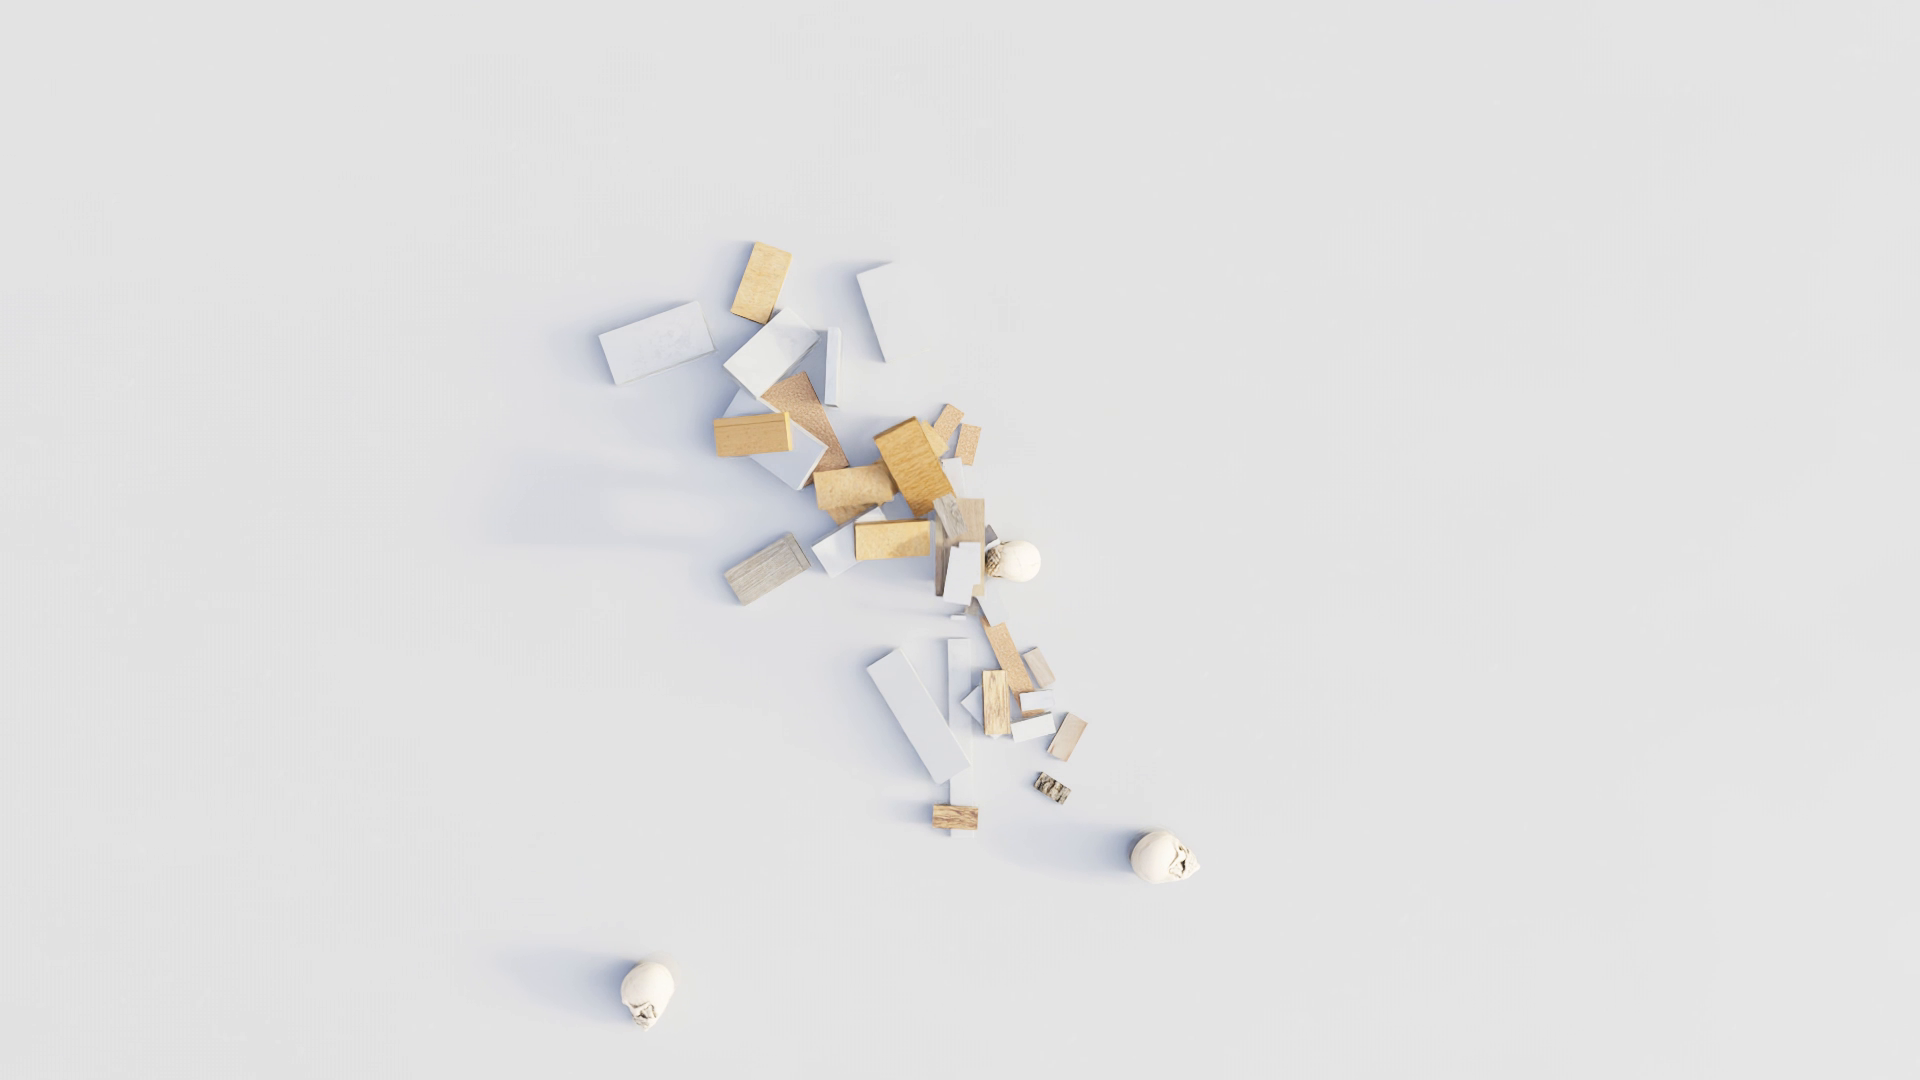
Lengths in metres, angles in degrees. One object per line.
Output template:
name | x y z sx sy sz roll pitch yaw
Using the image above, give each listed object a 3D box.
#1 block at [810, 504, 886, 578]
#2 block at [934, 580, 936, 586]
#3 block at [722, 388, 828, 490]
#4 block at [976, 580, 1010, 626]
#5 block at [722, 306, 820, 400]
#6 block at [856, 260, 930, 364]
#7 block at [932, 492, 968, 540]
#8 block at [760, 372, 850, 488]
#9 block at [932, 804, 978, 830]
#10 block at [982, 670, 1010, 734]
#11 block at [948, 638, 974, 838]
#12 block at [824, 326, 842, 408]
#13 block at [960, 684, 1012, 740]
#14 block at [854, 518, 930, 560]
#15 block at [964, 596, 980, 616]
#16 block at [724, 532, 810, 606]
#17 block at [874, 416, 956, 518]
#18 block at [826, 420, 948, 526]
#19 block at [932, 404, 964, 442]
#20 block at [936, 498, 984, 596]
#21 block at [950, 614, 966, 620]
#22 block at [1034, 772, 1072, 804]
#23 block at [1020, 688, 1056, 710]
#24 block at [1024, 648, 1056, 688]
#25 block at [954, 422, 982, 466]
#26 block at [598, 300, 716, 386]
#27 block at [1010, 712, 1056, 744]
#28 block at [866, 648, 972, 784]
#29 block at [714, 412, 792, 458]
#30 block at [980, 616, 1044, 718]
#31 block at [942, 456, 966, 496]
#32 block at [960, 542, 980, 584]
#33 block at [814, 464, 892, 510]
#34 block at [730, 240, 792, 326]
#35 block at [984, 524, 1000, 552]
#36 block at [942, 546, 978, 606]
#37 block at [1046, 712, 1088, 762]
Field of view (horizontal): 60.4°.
block | -0.351 0.003 5.458 0.259 0.037 0.130 -31 113 0
block | -0.002 0.123 5.346 0.153 0.307 0.043 1 90 0
block | -0.622 -0.335 5.432 0.345 0.049 0.172 36 104 8
block | 0.105 0.211 5.472 0.071 0.020 0.142 -26 86 0
block | -0.621 -0.615 5.429 0.152 0.043 0.304 43 70 0
block | -0.223 -0.757 5.478 0.152 0.043 0.304 -19 90 0
block | -0.029 -0.075 5.140 0.066 0.019 0.131 -25 90 0
block | -0.519 -0.367 5.476 0.172 0.049 0.345 -25 90 0
block | -0.015 0.920 5.468 0.148 0.021 0.074 3 90 0
block | 0.119 0.537 5.455 0.085 0.024 0.209 -2 87 -12
block | 0.002 0.659 5.489 0.074 0.021 0.661 -1 90 0
block | -0.418 -0.568 5.437 0.036 0.126 0.251 2 90 0
block | 0.090 0.571 5.475 0.086 0.024 0.171 -43 96 -7
block | -0.224 -0.003 5.440 0.245 0.035 0.122 -4 113 -10
block | 0.047 0.202 5.493 0.048 0.014 0.095 15 90 0
block | -0.639 0.099 5.482 0.259 0.037 0.130 -31 90 0
block | -0.147 -0.237 5.412 0.152 0.043 0.304 -26 110 3
block | -0.245 -0.208 5.473 0.446 0.035 0.122 -40 90 3
block | -0.046 -0.383 5.490 0.065 0.018 0.131 33 90 1
block | 0.000 0.023 5.171 0.153 0.043 0.307 0 90 0
block | -0.006 0.255 5.452 0.048 0.095 0.014 2 90 0
block | 0.307 0.828 5.492 0.115 0.016 0.058 32 90 0
block | 0.258 0.531 5.472 0.115 0.016 0.058 -7 90 0
block | 0.266 0.425 5.492 0.058 0.016 0.128 -29 90 0
block | 0.025 -0.318 5.491 0.065 0.018 0.131 14 90 0
block | -1.004 -0.653 5.476 0.345 0.049 0.172 -20 90 0
block | 0.242 0.621 5.475 0.142 0.020 0.071 -15 110 -3
block | -0.136 0.584 5.468 0.130 0.037 0.454 -32 88 4
block | -0.679 -0.345 5.402 0.251 0.036 0.126 -4 96 15
block | 0.176 0.422 5.490 0.071 0.020 0.384 -24 90 0
block | -0.021 -0.208 5.478 0.065 0.018 0.131 -8 101 0
block | 0.030 0.073 5.140 0.066 0.019 0.131 0 90 0
block | -0.352 -0.176 5.435 0.245 0.035 0.122 -8 90 -1
block | -0.659 -0.852 5.482 0.126 0.036 0.251 20 90 0
block | 0.087 -0.006 5.437 0.066 0.131 0.019 -29 115 0
block | 0.001 0.111 5.119 0.086 0.024 0.171 9 90 0
block | 0.358 0.656 5.489 0.074 0.021 0.148 29 90 0
